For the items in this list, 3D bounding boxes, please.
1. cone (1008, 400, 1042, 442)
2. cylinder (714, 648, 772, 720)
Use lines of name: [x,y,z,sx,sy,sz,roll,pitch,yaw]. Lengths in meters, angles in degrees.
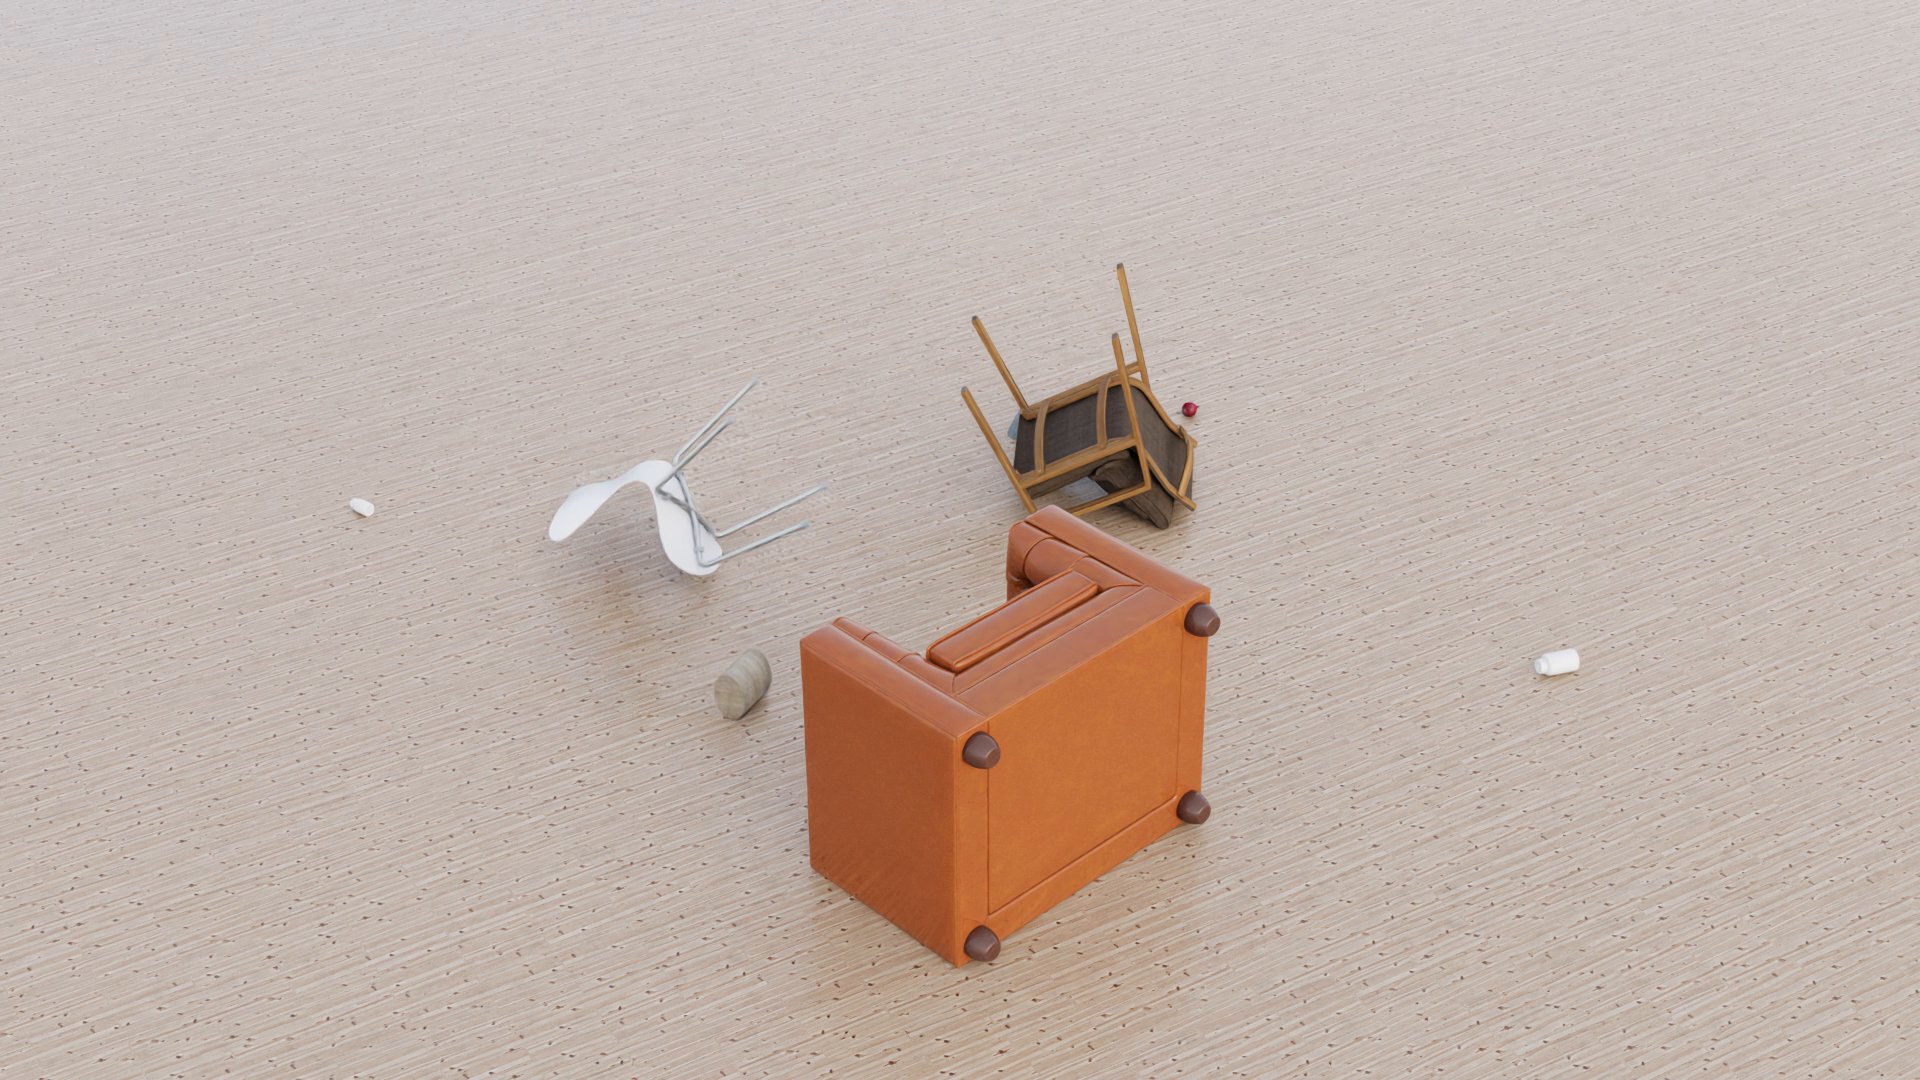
cone: [0.254,-0.487,11.544,0.135,0.154,0.134,-15,36,-22]
cylinder: [-0.743,0.492,10.030,0.122,0.186,0.180,15,36,23]
